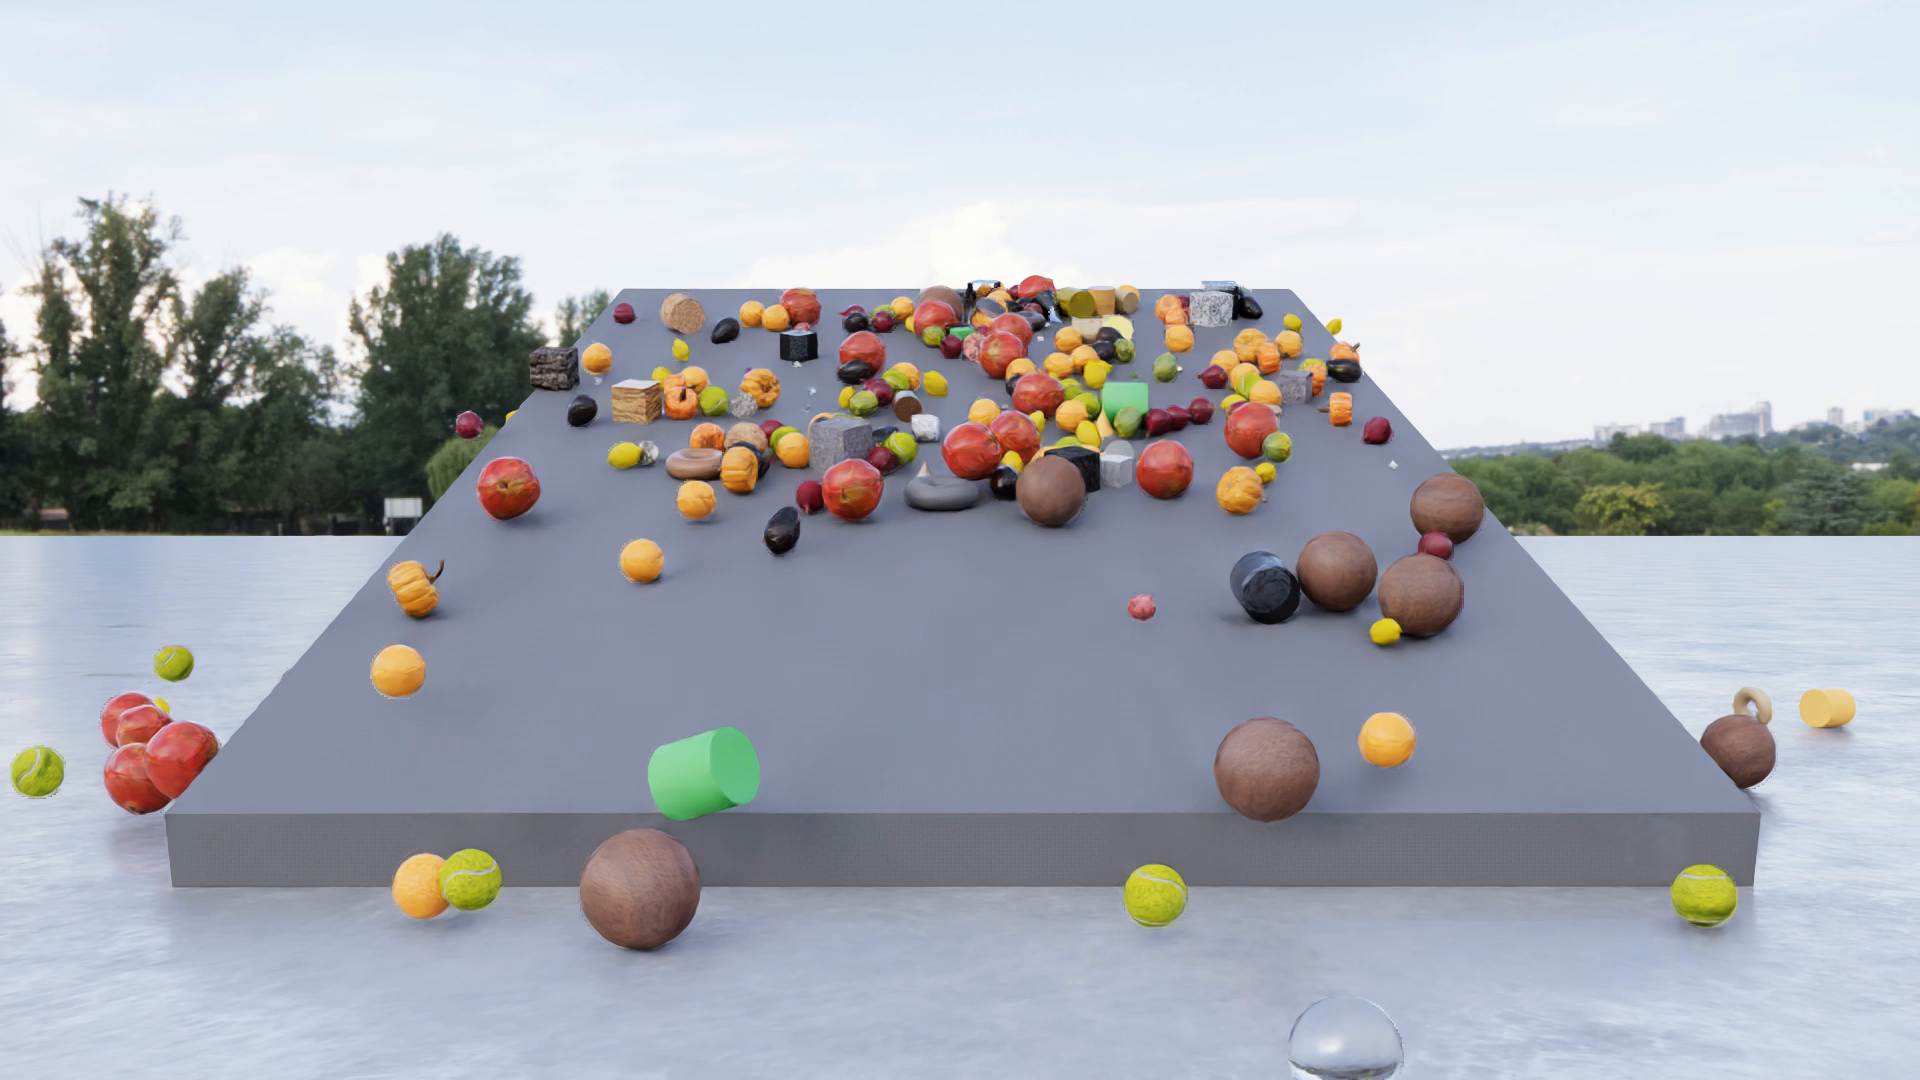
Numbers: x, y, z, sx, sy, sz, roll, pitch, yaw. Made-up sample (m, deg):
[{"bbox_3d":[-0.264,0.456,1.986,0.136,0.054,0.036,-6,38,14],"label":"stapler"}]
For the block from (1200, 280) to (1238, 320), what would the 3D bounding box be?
[{"bbox_3d":[0.721,-0.667,6.134,0.094,0.094,0.094,0,16,0],"label":"block"}]

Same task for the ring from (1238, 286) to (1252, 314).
[{"bbox_3d":[0.783,-0.674,6.189,0.079,0.079,0.026,0,17,30],"label":"ring"}]

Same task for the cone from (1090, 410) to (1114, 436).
[{"bbox_3d":[0.309,-0.257,4.768,0.054,0.054,0.054,0,16,0],"label":"cone"}]

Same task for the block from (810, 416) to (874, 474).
[{"bbox_3d":[-0.240,-0.191,4.469,0.091,0.091,0.091,12,20,36],"label":"block"}]

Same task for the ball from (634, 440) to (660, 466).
[{"bbox_3d":[-0.637,-0.177,4.490,0.050,0.050,0.050,0,0,0],"label":"ball"}]

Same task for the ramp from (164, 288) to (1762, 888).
[{"bbox_3d":[-0.002,-0.158,4.699,2.000,0.100,4.000,0,16,0],"label":"ramp"}]

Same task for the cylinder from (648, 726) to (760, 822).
[{"bbox_3d":[-0.307,0.281,2.648,0.095,0.095,0.095,-19,-9,29],"label":"cylinder"}]

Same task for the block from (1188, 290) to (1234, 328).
[{"bbox_3d":[0.686,-0.632,6.033,0.083,0.083,0.083,-10,19,-32],"label":"block"}]

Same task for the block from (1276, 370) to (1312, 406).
[{"bbox_3d":[0.771,-0.352,5.081,0.066,0.066,0.066,7,17,22],"label":"block"}]

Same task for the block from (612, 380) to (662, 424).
[{"bbox_3d":[-0.717,-0.307,4.892,0.080,0.080,0.080,5,17,18],"label":"block"}]

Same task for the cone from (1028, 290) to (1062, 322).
[{"bbox_3d":[0.253,-0.623,6.074,0.095,0.095,0.095,44,26,29],"label":"cone"}]

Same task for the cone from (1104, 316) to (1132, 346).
[{"bbox_3d":[0.412,-0.538,5.789,0.080,0.080,0.080,0,-11,0],"label":"cone"}]

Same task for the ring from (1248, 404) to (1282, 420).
[{"bbox_3d":[0.682,-0.286,4.923,0.076,0.025,0.076,-1,15,0],"label":"ring"}]

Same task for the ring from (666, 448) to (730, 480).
[{"bbox_3d":[-0.524,-0.151,4.414,0.131,0.044,0.131,0,17,0],"label":"ring"}]

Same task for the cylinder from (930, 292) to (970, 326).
[{"bbox_3d":[-0.028,-0.629,6.001,0.093,0.093,0.093,2,1,8],"label":"cylinder"}]

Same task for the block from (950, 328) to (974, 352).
[{"bbox_3d":[0.007,-0.518,5.688,0.051,0.051,0.051,-4,17,-15],"label":"block"}]

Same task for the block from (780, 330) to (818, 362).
[{"bbox_3d":[-0.406,-0.489,5.555,0.067,0.067,0.067,13,20,38],"label":"block"}]

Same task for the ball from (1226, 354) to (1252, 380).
[{"bbox_3d":[0.668,-0.417,5.293,0.062,0.062,0.062,0,0,0],"label":"ball"}]

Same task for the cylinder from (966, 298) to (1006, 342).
[{"bbox_3d":[0.068,-0.578,5.786,0.081,0.081,0.081,0,-44,-27],"label":"cylinder"}]

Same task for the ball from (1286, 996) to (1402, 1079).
[{"bbox_3d":[0.299,0.400,1.716,0.088,0.088,0.088,0,0,0],"label":"ball"}]

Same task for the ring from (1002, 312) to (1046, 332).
[{"bbox_3d":[0.170,-0.588,5.953,0.122,0.041,0.122,-3,18,1],"label":"ring"}]

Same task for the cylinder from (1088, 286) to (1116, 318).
[{"bbox_3d":[0.395,-0.667,6.163,0.077,0.077,0.077,0,16,0],"label":"cylinder"}]

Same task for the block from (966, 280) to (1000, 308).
[{"bbox_3d":[0.068,-0.701,6.291,0.072,0.072,0.072,8,18,26],"label":"block"}]

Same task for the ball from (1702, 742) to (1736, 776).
[{"bbox_3d":[1.362,0.398,3.975,0.070,0.070,0.070,0,0,0],"label":"ball"}]

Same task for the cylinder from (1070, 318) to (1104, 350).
[{"bbox_3d":[0.328,-0.532,5.685,0.079,0.079,0.079,3,1,8],"label":"cylinder"}]

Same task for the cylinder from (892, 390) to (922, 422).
[{"bbox_3d":[-0.118,-0.297,4.897,0.060,0.060,0.060,0,16,-7],"label":"cylinder"}]

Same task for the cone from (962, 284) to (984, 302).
[{"bbox_3d":[0.026,-0.701,6.374,0.059,0.059,0.059,-35,12,-17],"label":"cone"}]

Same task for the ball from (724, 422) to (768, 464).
[{"bbox_3d":[-0.436,-0.197,4.495,0.087,0.087,0.087,0,0,0],"label":"ball"}]

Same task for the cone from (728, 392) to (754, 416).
[{"bbox_3d":[-0.485,-0.292,4.938,0.059,0.059,0.059,0,-31,9],"label":"cone"}]

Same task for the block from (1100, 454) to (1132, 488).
[{"bbox_3d":[0.305,-0.137,4.351,0.051,0.051,0.051,10,19,32],"label":"block"}]

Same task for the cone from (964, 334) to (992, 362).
[{"bbox_3d":[0.030,-0.475,5.567,0.076,0.076,0.076,0,-12,-22],"label":"cone"}]

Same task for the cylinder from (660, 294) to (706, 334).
[{"bbox_3d":[-0.744,-0.608,5.920,0.095,0.095,0.095,0,15,-25],"label":"cylinder"}]

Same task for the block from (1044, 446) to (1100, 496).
[{"bbox_3d":[0.218,-0.135,4.299,0.076,0.076,0.076,-11,19,-34],"label":"block"}]

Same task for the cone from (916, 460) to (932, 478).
[{"bbox_3d":[-0.069,-0.132,4.334,0.051,0.051,0.051,0,16,0],"label":"cone"}]

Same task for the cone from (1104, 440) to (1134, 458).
[{"bbox_3d":[0.327,-0.170,4.511,0.059,0.059,0.059,0,-11,6],"label":"cone"}]

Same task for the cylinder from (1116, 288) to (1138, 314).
[{"bbox_3d":[0.456,-0.670,6.202,0.063,0.063,0.063,0,17,-42],"label":"cylinder"}]

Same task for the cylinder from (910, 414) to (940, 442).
[{"bbox_3d":[-0.074,-0.238,4.697,0.054,0.054,0.054,3,1,6],"label":"cylinder"}]

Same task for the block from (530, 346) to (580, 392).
[{"bbox_3d":[-0.958,-0.404,5.215,0.089,0.089,0.089,2,16,8],"label":"block"}]

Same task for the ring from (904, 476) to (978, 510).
[{"bbox_3d":[-0.036,-0.090,4.195,0.141,0.047,0.141,1,15,0],"label":"ring"}]
